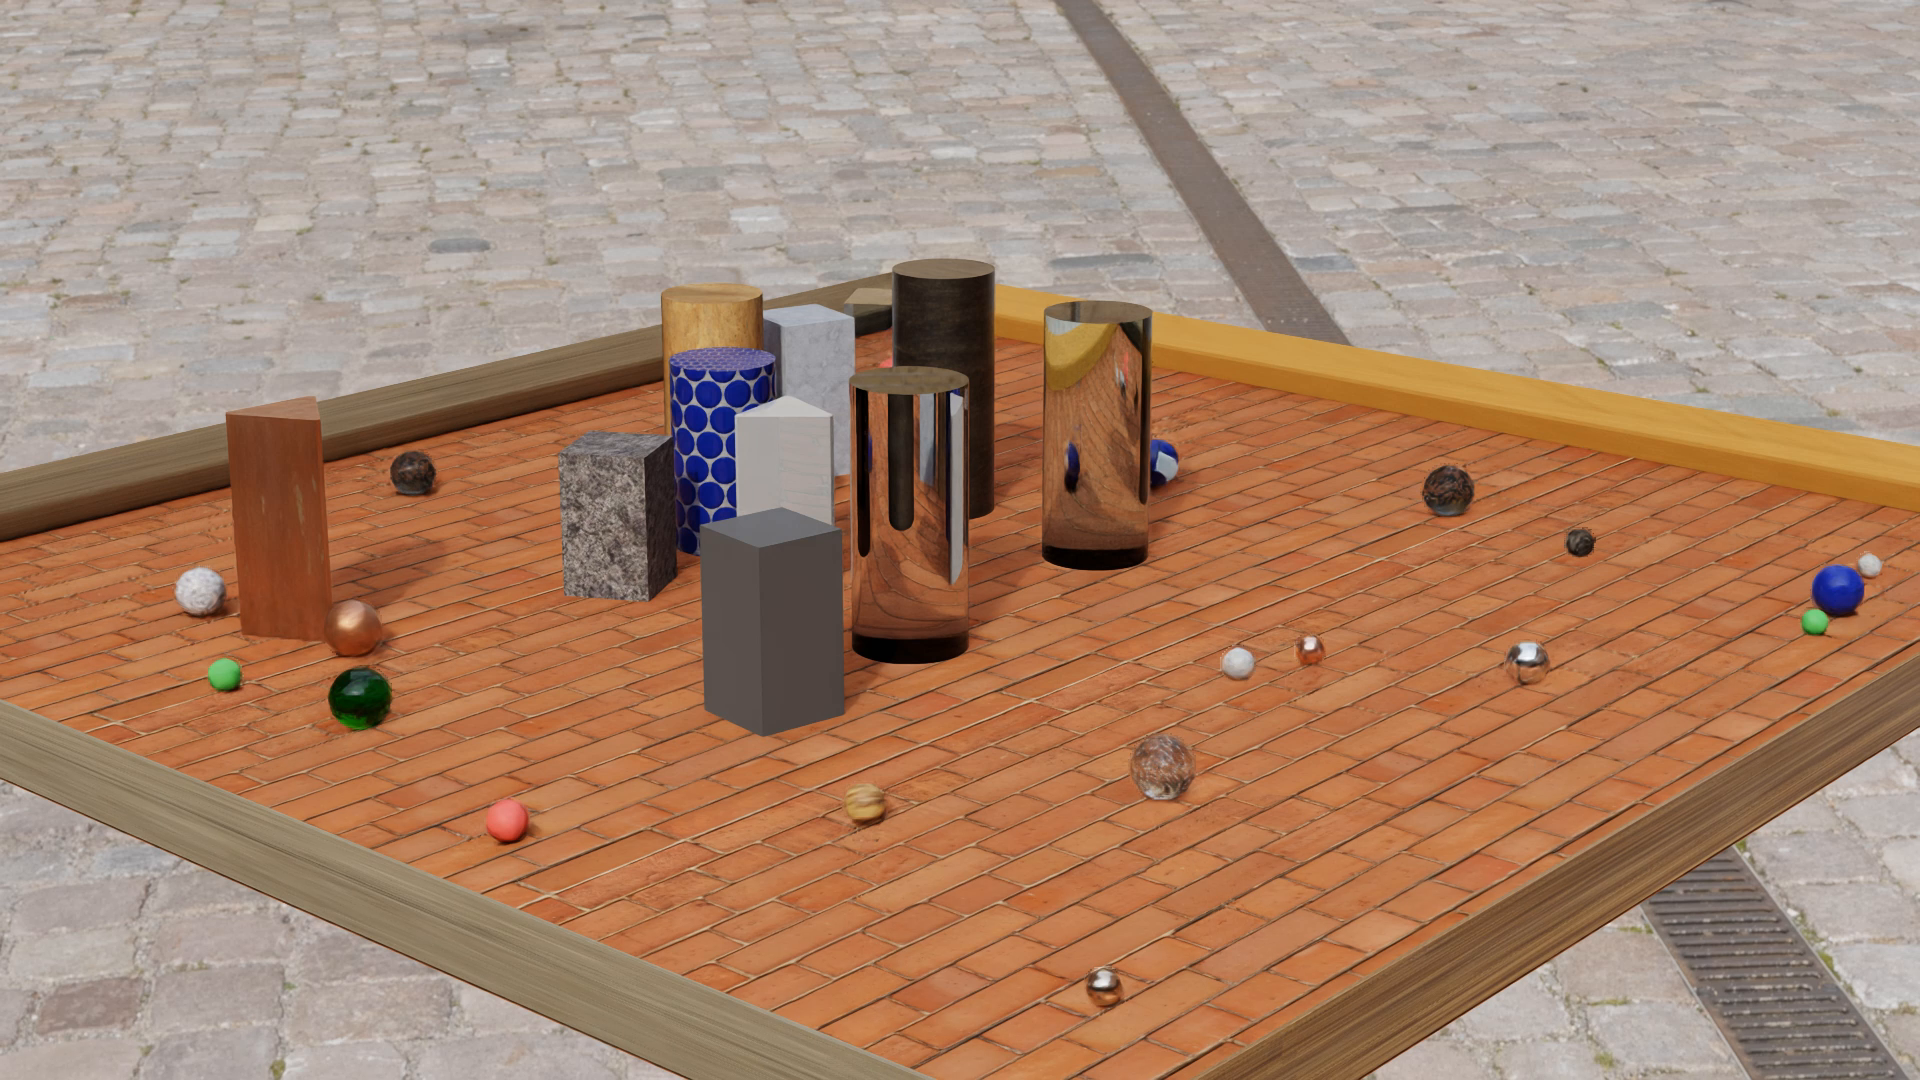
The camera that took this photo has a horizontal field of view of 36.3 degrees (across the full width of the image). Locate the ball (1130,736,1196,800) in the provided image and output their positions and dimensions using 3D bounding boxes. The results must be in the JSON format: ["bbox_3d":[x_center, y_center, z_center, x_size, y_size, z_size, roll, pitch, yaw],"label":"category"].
[{"bbox_3d":[0.291,0.326,4.205,0.093,0.093,0.093,0,17,0],"label":"ball"}]

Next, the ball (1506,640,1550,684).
[{"bbox_3d":[0.906,0.195,4.681,0.069,0.069,0.069,0,17,0],"label":"ball"}]

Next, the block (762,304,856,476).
[{"bbox_3d":[-0.316,-0.295,5.873,0.156,0.318,0.156,-10,20,-31],"label":"block"}]

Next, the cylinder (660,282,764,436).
[{"bbox_3d":[-0.476,-0.281,5.681,0.195,0.403,0.195,0,17,0],"label":"cylinder"}]

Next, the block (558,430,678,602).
[{"bbox_3d":[-0.598,-0.043,5.143,0.156,0.259,0.156,4,17,13],"label":"block"}]

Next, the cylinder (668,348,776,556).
[{"bbox_3d":[-0.432,-0.162,5.383,0.195,0.348,0.195,0,17,0],"label":"cylinder"}]

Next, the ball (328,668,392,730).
[{"bbox_3d":[-0.916,0.242,4.480,0.095,0.095,0.095,0,17,0],"label":"ball"}]

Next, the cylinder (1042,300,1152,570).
[{"bbox_3d":[0.246,-0.190,5.292,0.195,0.453,0.195,0,17,0],"label":"cylinder"}]

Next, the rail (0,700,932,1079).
[{"bbox_3d":[-1.028,0.374,3.987,3.103,0.126,0.045,14,22,39],"label":"rail"}]

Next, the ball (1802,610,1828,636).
[{"bbox_3d":[1.433,0.138,4.913,0.044,0.044,0.044,0,17,0],"label":"ball"}]

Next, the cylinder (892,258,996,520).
[{"bbox_3d":[-0.031,-0.287,5.588,0.195,0.468,0.195,0,17,0],"label":"cylinder"}]

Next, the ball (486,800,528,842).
[{"bbox_3d":[-0.627,0.389,4.058,0.058,0.058,0.058,0,17,0],"label":"ball"}]

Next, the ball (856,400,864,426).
[{"bbox_3d":[-0.234,-0.270,6.222,0.064,0.064,0.064,0,17,0],"label":"ball"}]

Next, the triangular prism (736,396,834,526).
[{"bbox_3d":[-0.307,-0.089,5.210,0.168,0.308,0.146,0,17,0],"label":"triangular prism"}]

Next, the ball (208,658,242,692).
[{"bbox_3d":[-1.166,0.214,4.649,0.052,0.052,0.052,0,17,0],"label":"ball"}]

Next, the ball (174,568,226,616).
[{"bbox_3d":[-1.297,0.089,5.007,0.084,0.084,0.084,0,17,0],"label":"ball"}]

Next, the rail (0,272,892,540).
[{"bbox_3d":[-1.154,-0.258,6.079,0.045,0.126,3.183,14,22,39],"label":"rail"}]

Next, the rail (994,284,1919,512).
[{"bbox_3d":[1.028,-0.310,6.253,3.103,0.126,0.045,14,22,39],"label":"rail"}]

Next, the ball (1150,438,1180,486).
[{"bbox_3d":[0.386,-0.153,5.792,0.095,0.095,0.095,0,17,0],"label":"ball"}]

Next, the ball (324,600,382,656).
[{"bbox_3d":[-0.996,0.145,4.806,0.093,0.093,0.093,0,17,0],"label":"ball"}]

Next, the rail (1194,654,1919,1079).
[{"bbox_3d":[1.154,0.321,4.161,0.045,0.126,3.183,14,22,39],"label":"rail"}]

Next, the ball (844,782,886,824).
[{"bbox_3d":[-0.134,0.370,4.119,0.059,0.059,0.059,0,17,0],"label":"ball"}]

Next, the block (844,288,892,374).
[{"bbox_3d":[-0.148,-0.352,6.079,0.156,0.310,0.156,3,17,9],"label":"block"}]

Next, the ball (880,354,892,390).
[{"bbox_3d":[-0.132,-0.374,6.527,0.092,0.092,0.092,0,17,0],"label":"ball"}]

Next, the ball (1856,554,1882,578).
[{"bbox_3d":[1.619,0.046,5.221,0.043,0.043,0.043,0,17,0],"label":"ball"}]

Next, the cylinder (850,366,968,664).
[{"bbox_3d":[-0.082,-0.042,4.803,0.195,0.452,0.195,0,17,0],"label":"cylinder"}]

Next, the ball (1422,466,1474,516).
[{"bbox_3d":[0.932,-0.094,5.589,0.097,0.097,0.097,0,17,0],"label":"ball"}]

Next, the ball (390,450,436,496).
[{"bbox_3d":[-1.069,-0.131,5.731,0.088,0.088,0.088,0,17,0],"label":"ball"}]

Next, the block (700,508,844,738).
[{"bbox_3d":[-0.289,0.124,4.515,0.156,0.301,0.156,-13,21,-37],"label":"block"}]

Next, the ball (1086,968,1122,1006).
[{"bbox_3d":[0.175,0.544,3.566,0.045,0.045,0.045,0,17,0],"label":"ball"}]

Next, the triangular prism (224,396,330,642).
[{"bbox_3d":[-1.107,-0.039,4.915,0.168,0.382,0.146,5,17,15],"label":"triangular prism"}]

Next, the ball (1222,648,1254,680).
[{"bbox_3d":[0.447,0.199,4.699,0.052,0.052,0.052,0,17,0],"label":"ball"}]

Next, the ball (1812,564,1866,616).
[{"bbox_3d":[1.502,0.085,5.014,0.088,0.088,0.088,0,17,0],"label":"ball"}]

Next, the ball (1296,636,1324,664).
[{"bbox_3d":[0.569,0.179,4.772,0.047,0.047,0.047,0,17,0],"label":"ball"}]

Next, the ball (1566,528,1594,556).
[{"bbox_3d":[1.130,0.005,5.343,0.051,0.051,0.051,0,17,0],"label":"ball"}]
